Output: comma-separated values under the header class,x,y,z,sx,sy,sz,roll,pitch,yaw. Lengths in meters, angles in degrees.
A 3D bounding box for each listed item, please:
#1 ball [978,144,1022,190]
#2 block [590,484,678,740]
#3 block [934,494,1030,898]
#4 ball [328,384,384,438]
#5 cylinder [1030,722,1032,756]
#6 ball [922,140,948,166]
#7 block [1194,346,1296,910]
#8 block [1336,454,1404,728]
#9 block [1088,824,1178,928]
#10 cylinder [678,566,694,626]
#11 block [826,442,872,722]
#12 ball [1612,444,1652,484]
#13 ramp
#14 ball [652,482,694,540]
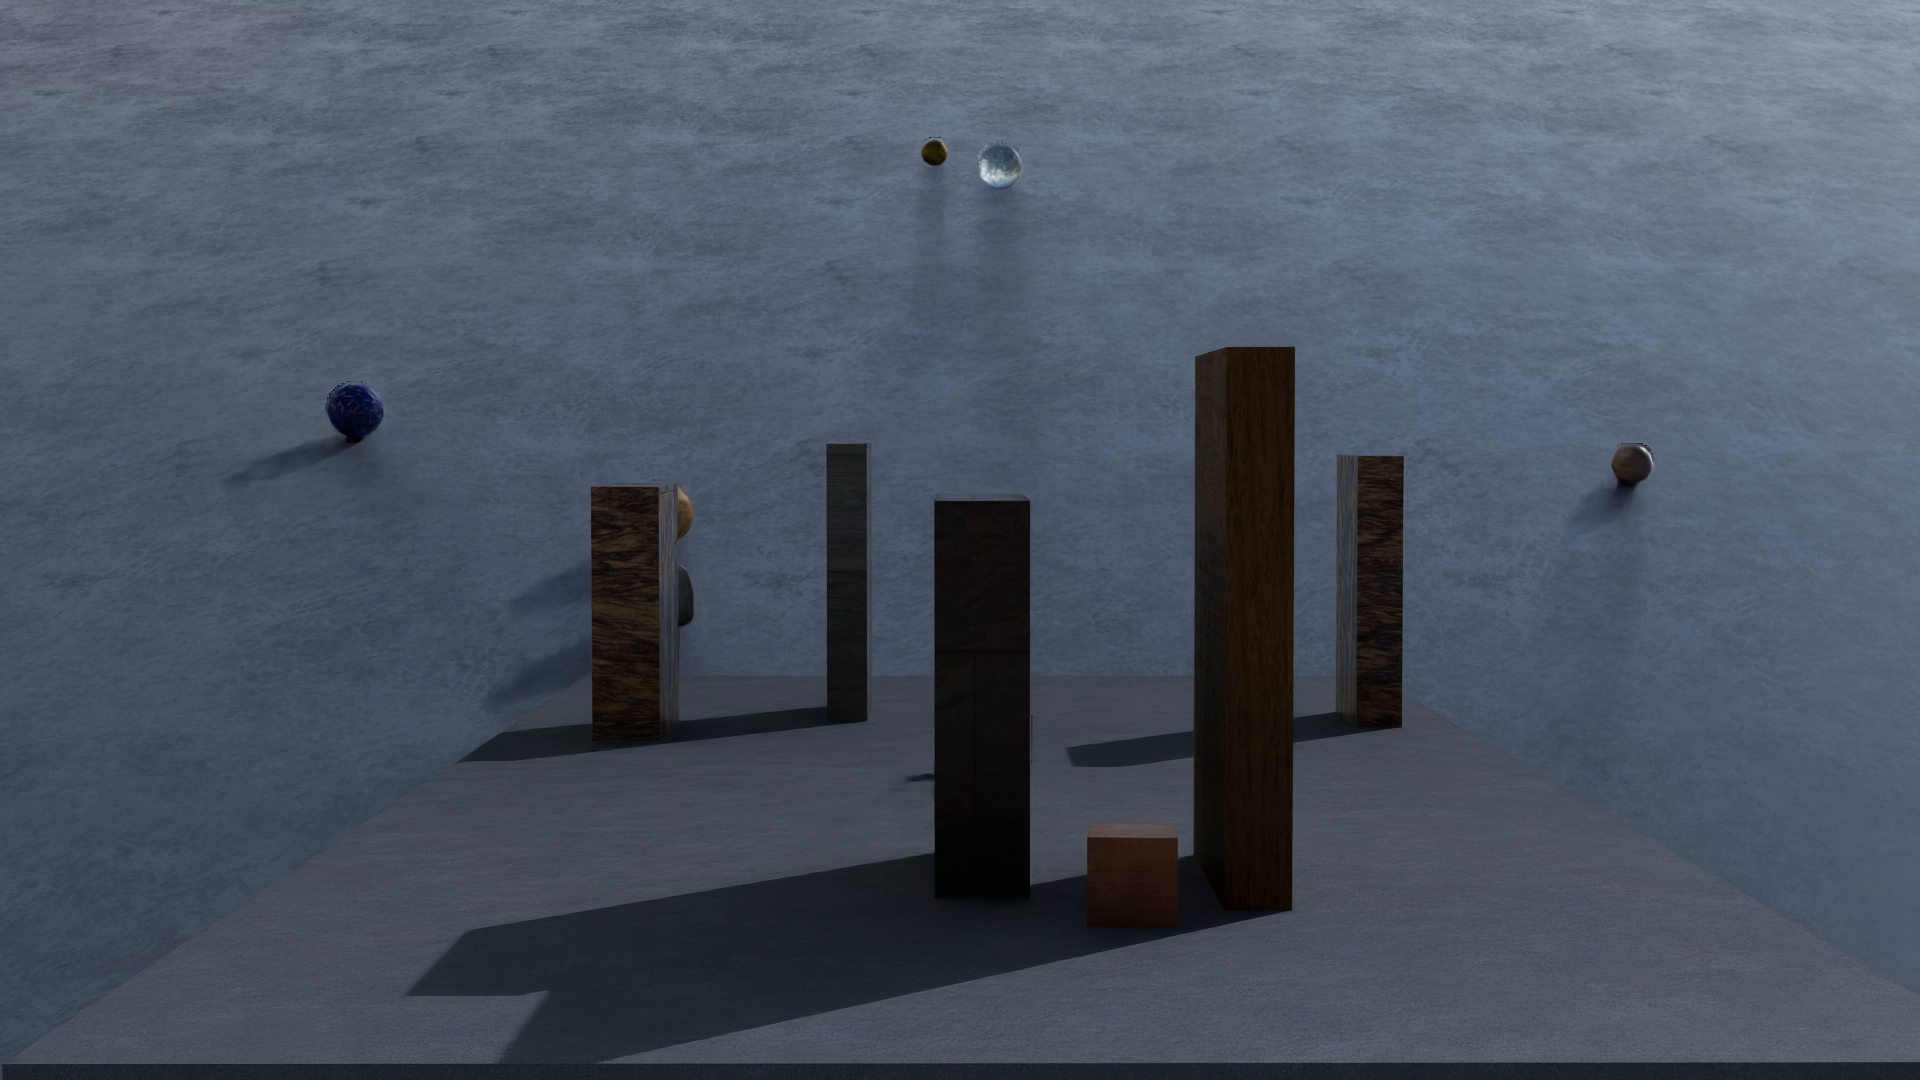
class,x,y,z,sx,sy,sz,roll,pitch,yaw
ball,0.175,-1.617,11.145,0.193,0.193,0.193,0,23,0
block,-0.672,0.141,5.344,0.136,0.510,0.353,0,2,0
block,0.029,0.205,3.606,0.127,0.530,0.373,0,2,0
ball,-1.961,-0.420,8.350,0.175,0.175,0.175,0,23,0
cylinder,0.071,0.368,4.708,0.106,0.106,0.106,0,23,10
ball,-0.113,-1.732,11.515,0.116,0.116,0.116,0,23,0
block,0.387,0.107,3.547,0.088,0.730,0.436,0,2,0
block,0.879,0.103,5.536,0.096,0.569,0.292,0,2,0
block,0.221,0.427,3.284,0.113,0.113,0.113,0,2,5
cylinder,-0.827,0.159,6.993,0.162,0.162,0.162,-8,24,-23
block,-0.242,0.085,5.665,0.086,0.595,0.325,0,2,0
ball,2.084,-0.235,7.981,0.123,0.123,0.123,0,23,0
ramp,0.053,0.480,4.538,2.000,0.100,4.000,0,2,0
ball,-0.875,-0.076,7.523,0.189,0.189,0.189,0,23,0
